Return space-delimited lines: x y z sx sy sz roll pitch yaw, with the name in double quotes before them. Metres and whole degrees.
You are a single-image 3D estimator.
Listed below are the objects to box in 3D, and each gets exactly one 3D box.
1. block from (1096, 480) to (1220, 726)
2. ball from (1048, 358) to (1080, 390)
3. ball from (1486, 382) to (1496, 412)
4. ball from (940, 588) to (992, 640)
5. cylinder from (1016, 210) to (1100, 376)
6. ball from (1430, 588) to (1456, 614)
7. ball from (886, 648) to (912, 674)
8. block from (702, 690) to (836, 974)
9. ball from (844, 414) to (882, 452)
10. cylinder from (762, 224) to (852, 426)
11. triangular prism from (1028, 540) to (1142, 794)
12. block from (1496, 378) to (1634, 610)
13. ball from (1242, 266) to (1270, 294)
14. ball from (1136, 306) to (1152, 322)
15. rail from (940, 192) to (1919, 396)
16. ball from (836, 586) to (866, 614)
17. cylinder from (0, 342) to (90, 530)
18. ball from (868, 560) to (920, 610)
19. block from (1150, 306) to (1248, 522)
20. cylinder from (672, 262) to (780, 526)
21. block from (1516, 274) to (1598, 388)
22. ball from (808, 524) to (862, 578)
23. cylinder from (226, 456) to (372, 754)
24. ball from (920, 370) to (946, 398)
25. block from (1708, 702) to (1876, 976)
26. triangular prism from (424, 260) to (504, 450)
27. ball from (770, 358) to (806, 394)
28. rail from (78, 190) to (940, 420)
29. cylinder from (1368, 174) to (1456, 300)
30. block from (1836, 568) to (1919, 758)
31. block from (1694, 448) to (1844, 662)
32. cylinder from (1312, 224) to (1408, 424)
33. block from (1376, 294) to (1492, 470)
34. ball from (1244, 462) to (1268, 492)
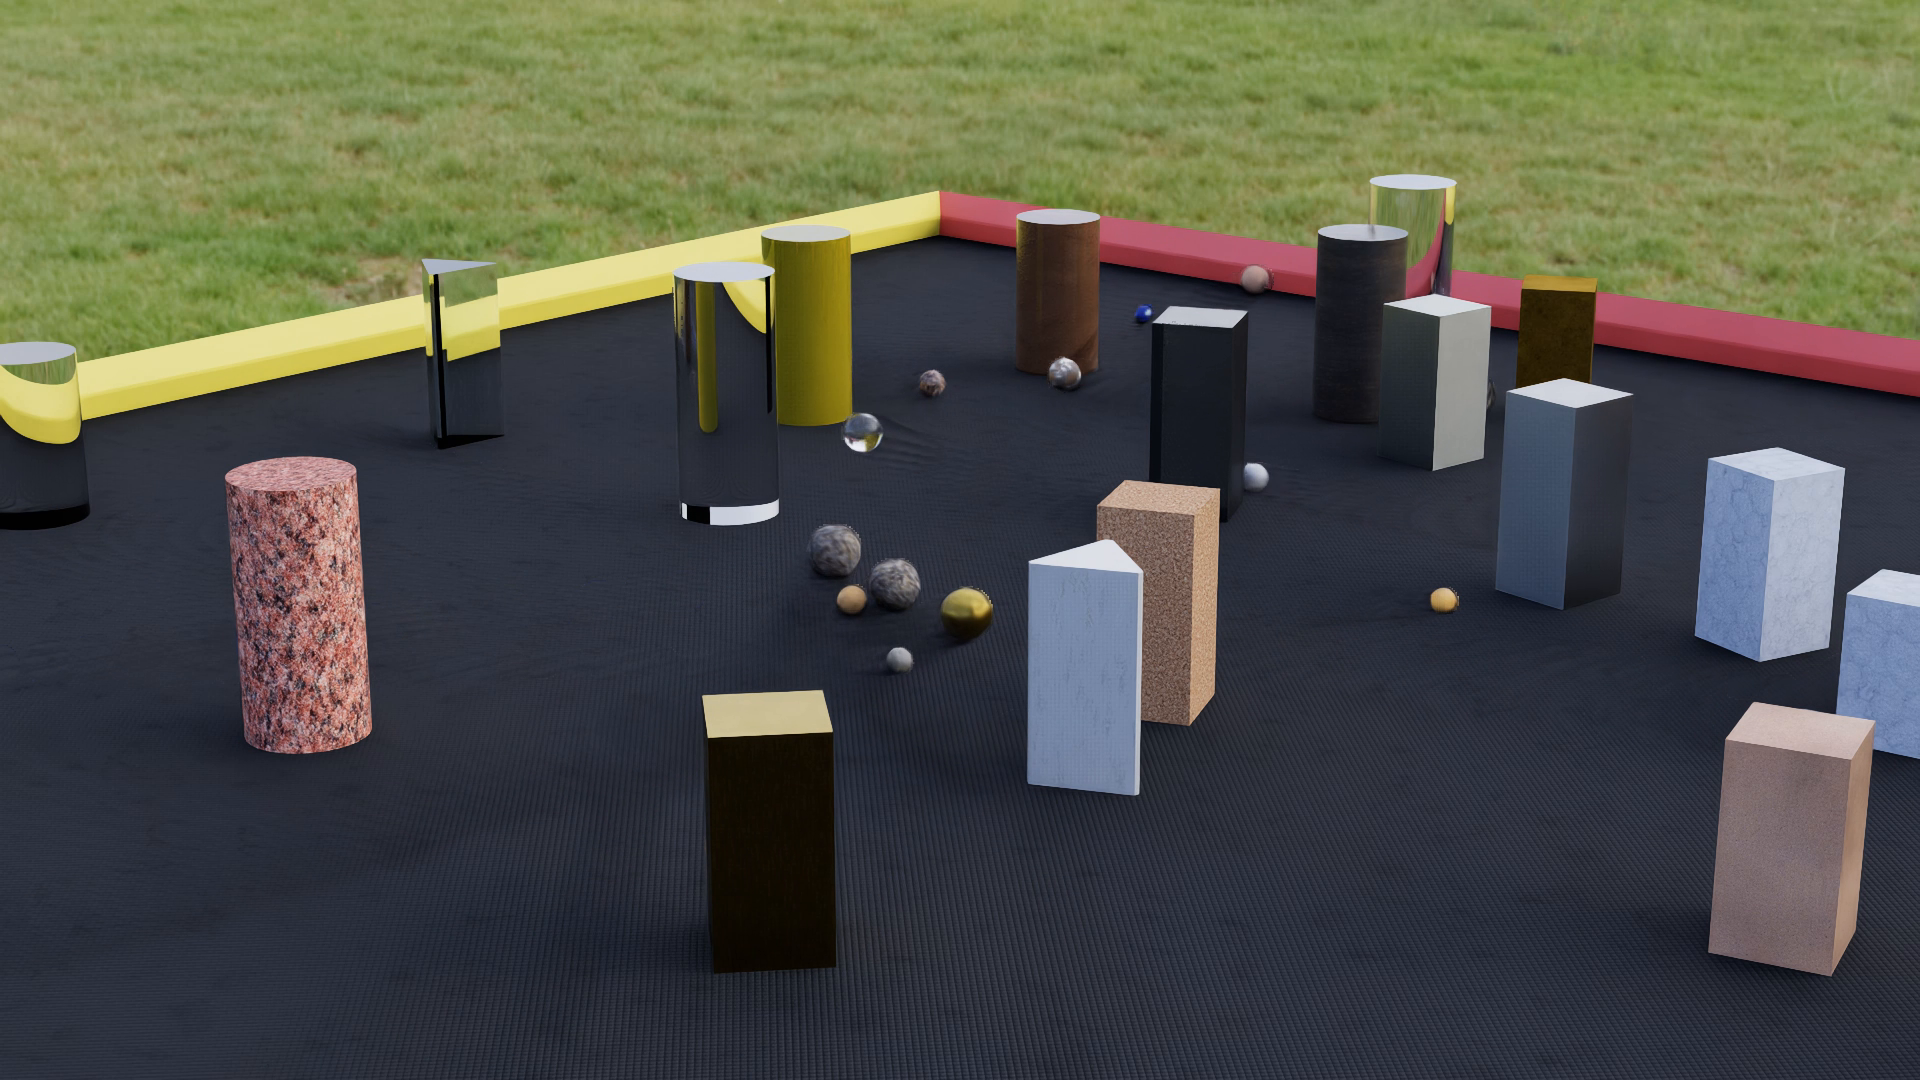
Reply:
"block" 0.305 0.096 4.542 0.153 0.337 0.153 6 18 18
"ball" 0.232 -0.369 6.538 0.072 0.072 0.072 0 17 0
"ball" 1.113 -0.312 6.328 0.084 0.084 0.084 0 17 0
"ball" 0.010 0.123 4.885 0.086 0.086 0.086 0 17 0
"cylinder" 0.224 -0.567 6.712 0.191 0.351 0.191 0 17 0
"ball" 0.828 0.103 5.023 0.044 0.044 0.044 0 17 0
"ball" -0.098 0.194 4.726 0.042 0.042 0.042 0 17 0
"block" -0.240 0.365 3.689 0.153 0.314 0.153 -2 17 -7
"ball" -0.200 -0.220 6.031 0.081 0.081 0.081 0 17 0
"cylinder" -0.327 -0.461 6.278 0.191 0.398 0.191 0 17 0
"triangular prism" 0.197 0.180 4.264 0.165 0.336 0.143 5 18 16
"block" 1.048 -0.082 5.091 0.153 0.358 0.153 -13 21 -37
"ball" 0.758 -0.666 7.521 0.073 0.073 0.073 0 17 0
"ball" 0.453 -0.557 7.215 0.041 0.041 0.041 0 17 0
"rail" 1.597 -0.501 6.881 4.426 0.124 0.045 14 22 39
"ball" -0.185 0.103 5.015 0.050 0.050 0.050 0 17 0
"cylinder" -1.758 -0.198 5.547 0.191 0.319 0.191 0 17 0
"ball" -0.112 0.077 5.032 0.089 0.089 0.089 0 17 0
"block" 0.454 -0.241 5.586 0.153 0.377 0.153 5 17 16
"cylinder" -0.442 -0.279 5.557 0.191 0.467 0.191 0 17 0
"block" 1.277 -0.407 6.284 0.153 0.292 0.153 4 17 13
"ball" -0.223 0.020 5.210 0.095 0.095 0.095 0 17 0
"cylinder" -0.994 0.097 4.416 0.191 0.408 0.191 0 17 0
"ball" -0.061 -0.345 6.481 0.060 0.060 0.060 0 17 0
"block" 1.050 0.375 3.702 0.153 0.288 0.153 9 19 26
"triangular prism" -1.067 -0.394 6.111 0.143 0.368 0.165 16 23 43
"ball" -0.381 -0.366 6.516 0.080 0.080 0.080 0 17 0
"rail" -1.653 -0.384 6.495 0.045 0.124 4.918 14 22 39
"cylinder" 1.000 -0.571 6.539 0.191 0.459 0.191 0 17 0
"block" 1.428 0.187 4.419 0.153 0.234 0.153 12 21 34
"block" 1.334 0.022 4.837 0.153 0.307 0.153 -9 19 -27
"cylinder" 0.857 -0.463 6.288 0.191 0.397 0.191 0 17 0
"block" 0.963 -0.322 5.959 0.153 0.317 0.153 -13 21 -37
"ball" 0.575 -0.122 5.746 0.058 0.058 0.058 0 17 0
